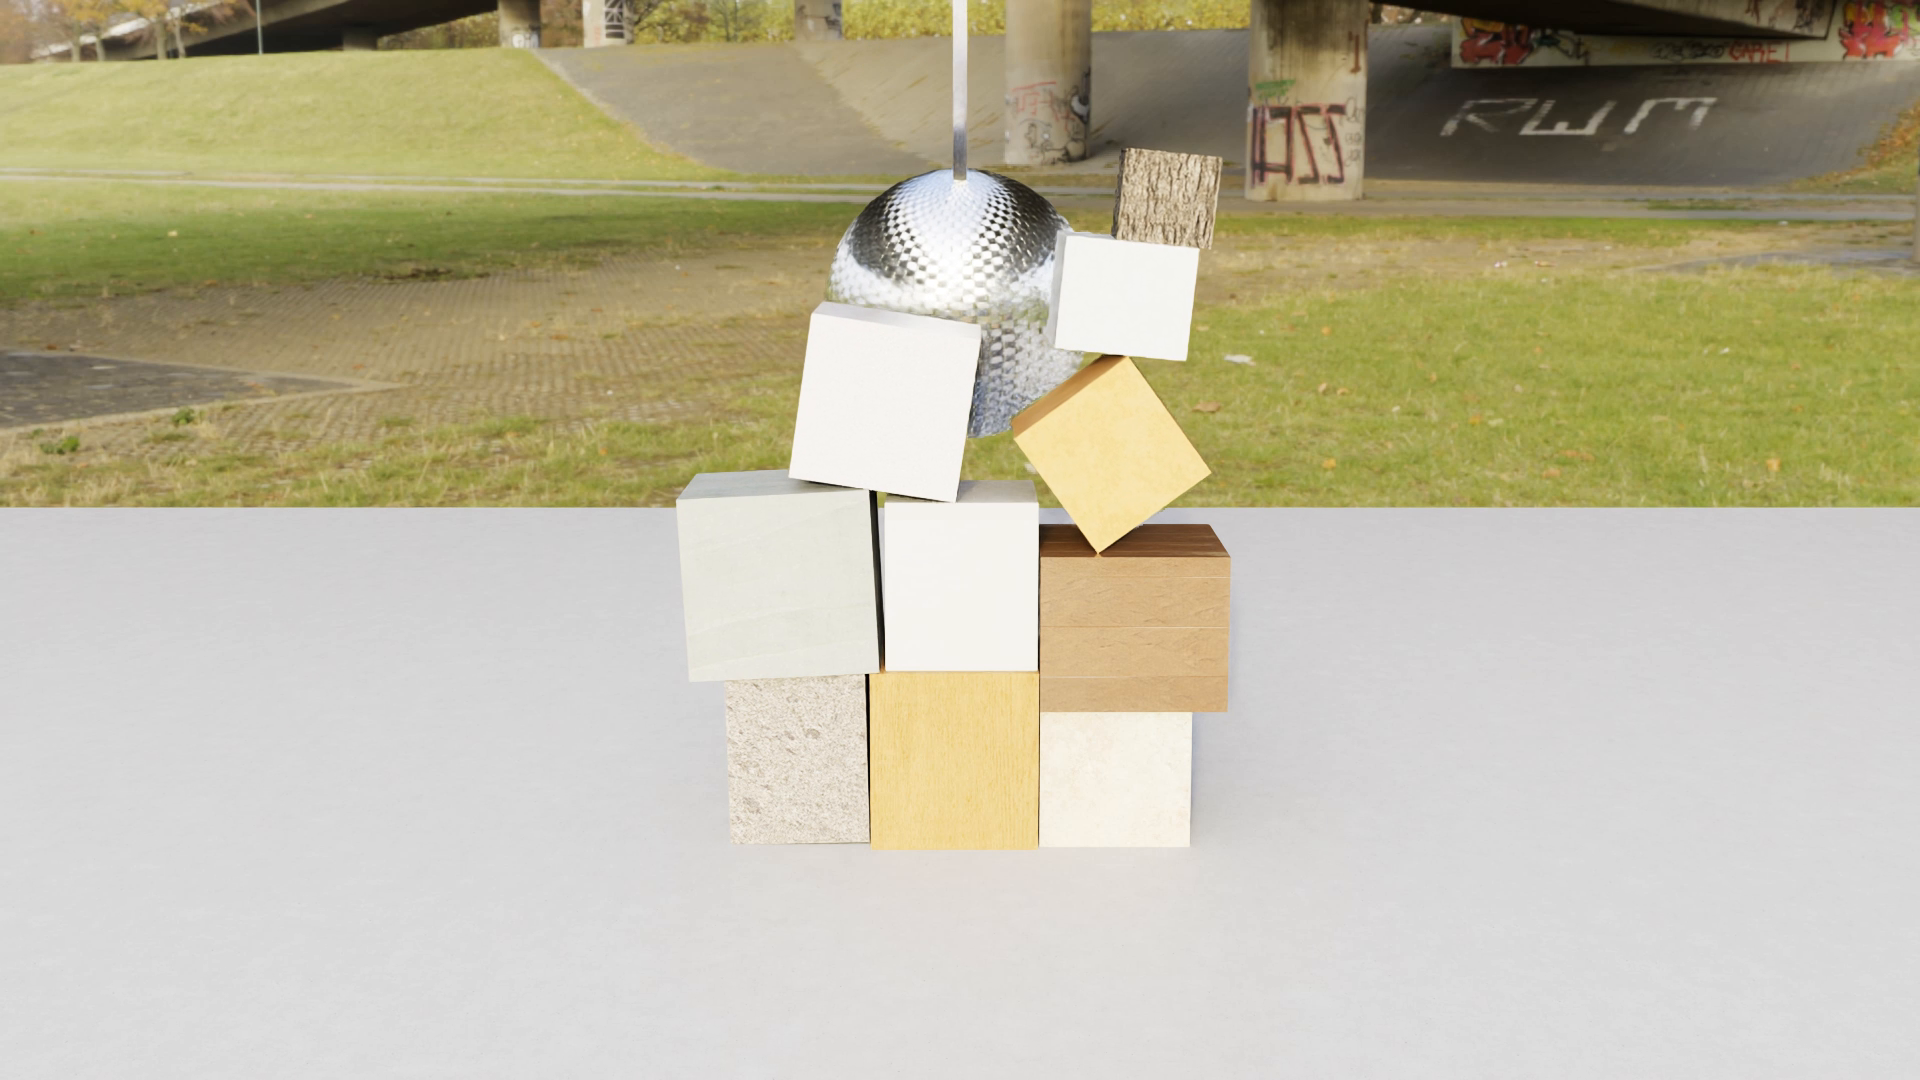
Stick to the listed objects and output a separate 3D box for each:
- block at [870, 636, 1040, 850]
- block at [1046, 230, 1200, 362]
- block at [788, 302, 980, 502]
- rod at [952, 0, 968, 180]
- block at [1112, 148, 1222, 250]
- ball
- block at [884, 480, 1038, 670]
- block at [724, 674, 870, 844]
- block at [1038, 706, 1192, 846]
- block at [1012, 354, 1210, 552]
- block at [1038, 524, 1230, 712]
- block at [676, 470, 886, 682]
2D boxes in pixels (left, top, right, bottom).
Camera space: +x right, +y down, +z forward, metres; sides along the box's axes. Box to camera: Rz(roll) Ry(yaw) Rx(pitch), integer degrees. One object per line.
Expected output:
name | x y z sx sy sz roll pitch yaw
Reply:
block | -0.028 1.033 11.355 0.836 0.905 0.840 0 10 0
block | 0.798 -1.226 10.957 0.644 0.545 0.644 5 10 -3
block | -0.366 -0.711 11.080 0.823 0.809 0.811 9 10 -1
rod | 0.000 -4.323 11.308 0.080 5.200 0.080 0 31 0
block | 1.017 -1.697 10.893 0.465 0.443 0.494 6 10 0
ball | 0.000 -1.394 13.035 1.600 1.600 1.600 0 10 0
block | 0.008 0.168 11.222 0.754 0.844 0.735 0 10 0
block | -0.815 1.041 11.369 0.700 0.870 0.699 -1 10 0
block | 0.778 1.119 11.394 0.755 0.722 0.786 0 10 0
block | 0.747 -0.475 11.077 0.682 0.703 0.716 -36 8 6
block | 0.857 0.383 11.247 0.926 0.779 0.947 0 10 0
block | -0.891 0.154 11.221 0.941 0.914 0.859 -3 10 1
